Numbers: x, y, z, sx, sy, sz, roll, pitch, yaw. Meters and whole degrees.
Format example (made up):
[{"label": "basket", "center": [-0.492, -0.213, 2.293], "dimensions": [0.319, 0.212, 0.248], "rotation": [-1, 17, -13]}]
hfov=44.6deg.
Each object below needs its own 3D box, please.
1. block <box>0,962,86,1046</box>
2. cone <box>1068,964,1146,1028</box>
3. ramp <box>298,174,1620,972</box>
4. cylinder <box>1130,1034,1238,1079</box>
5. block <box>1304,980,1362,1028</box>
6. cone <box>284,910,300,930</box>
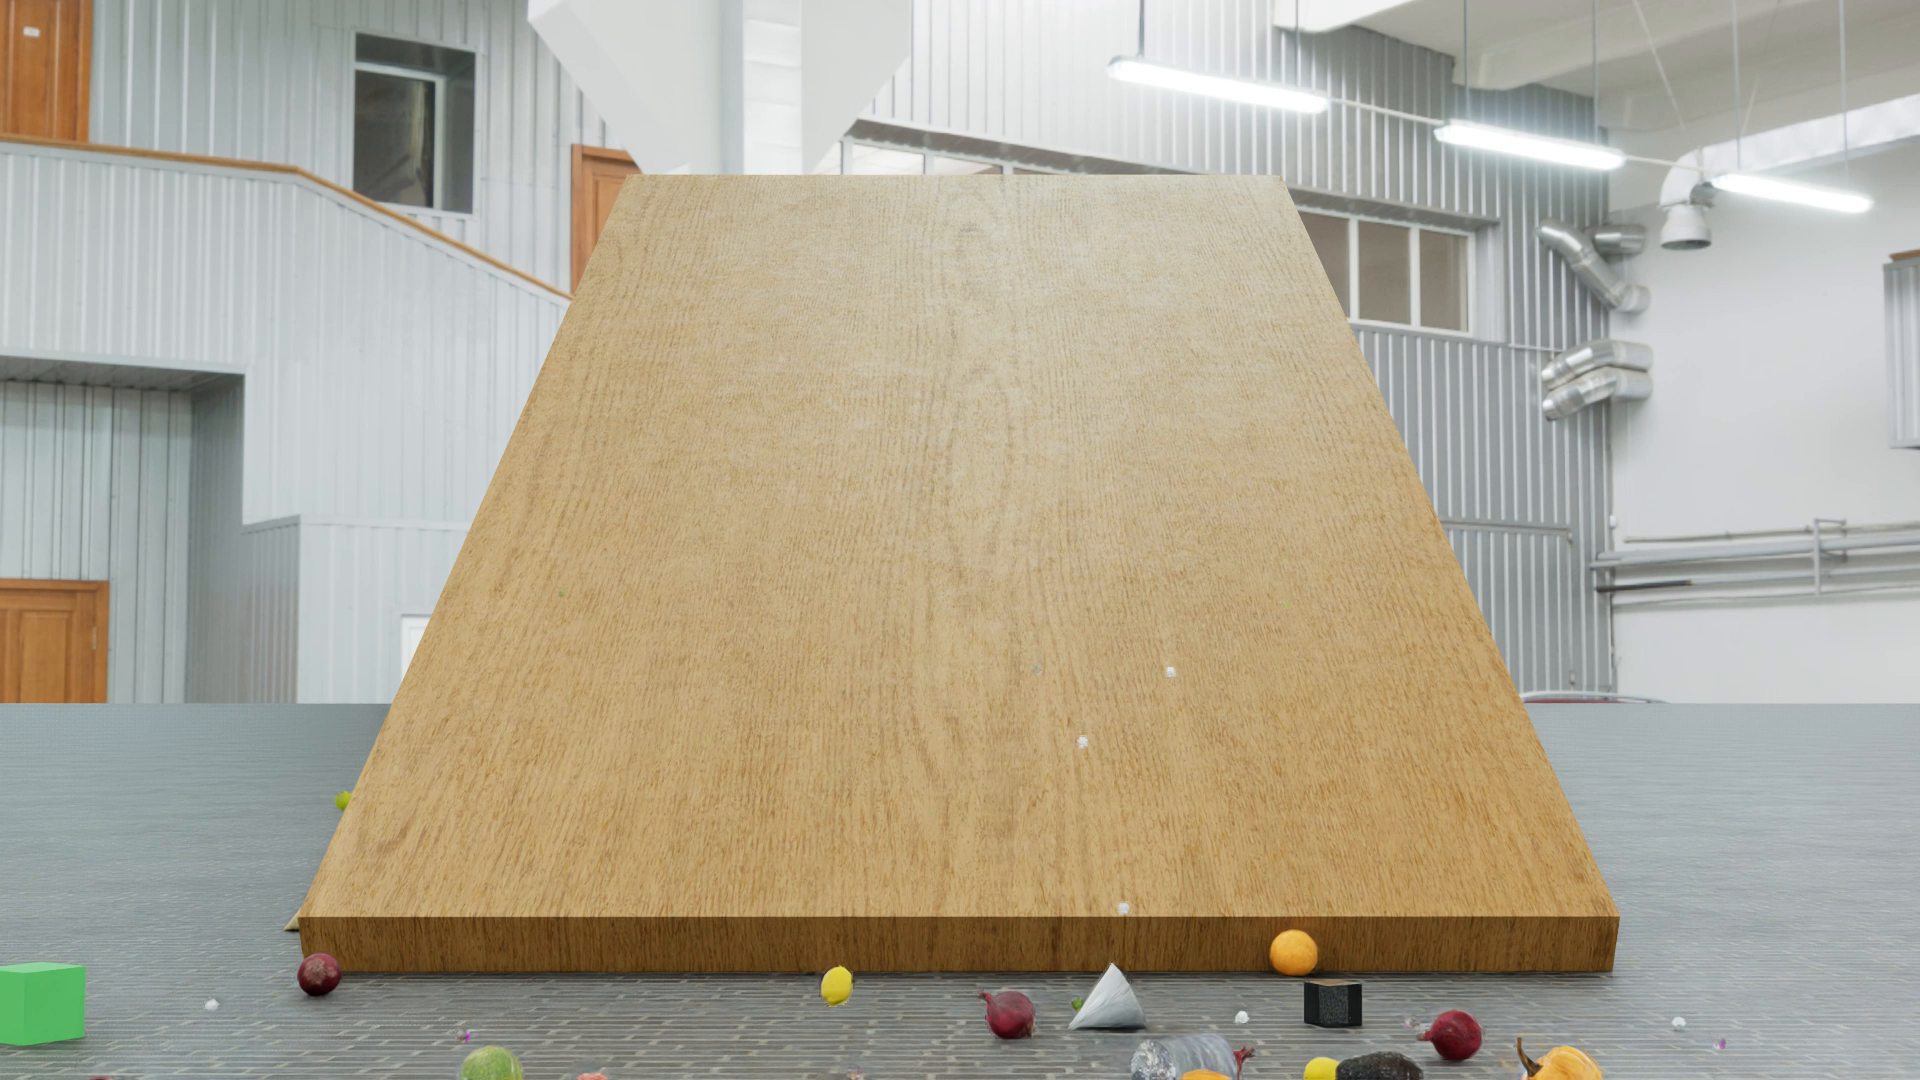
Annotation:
[{"label": "block", "center": [-1.142, 0.570, 2.880], "dimensions": [0.087, 0.087, 0.087], "rotation": [-2, -5, 32]}, {"label": "cone", "center": [0.175, 0.599, 2.969], "dimensions": [0.090, 0.090, 0.090], "rotation": [-26, 1, -10]}, {"label": "ramp", "center": [-0.009, -0.229, 5.373], "dimensions": [2.000, 0.100, 4.000], "rotation": [0, 25, 0]}, {"label": "cylinder", "center": [0.226, 0.539, 2.356], "dimensions": [0.077, 0.077, 0.077], "rotation": [2, -4, -31]}, {"label": "block", "center": [0.478, 0.595, 3.004], "dimensions": [0.053, 0.053, 0.053], "rotation": [2, -4, -25]}, {"label": "cone", "center": [-1.193, 0.690, 4.208], "dimensions": [0.052, 0.052, 0.052], "rotation": [-26, 0, -9]}]
